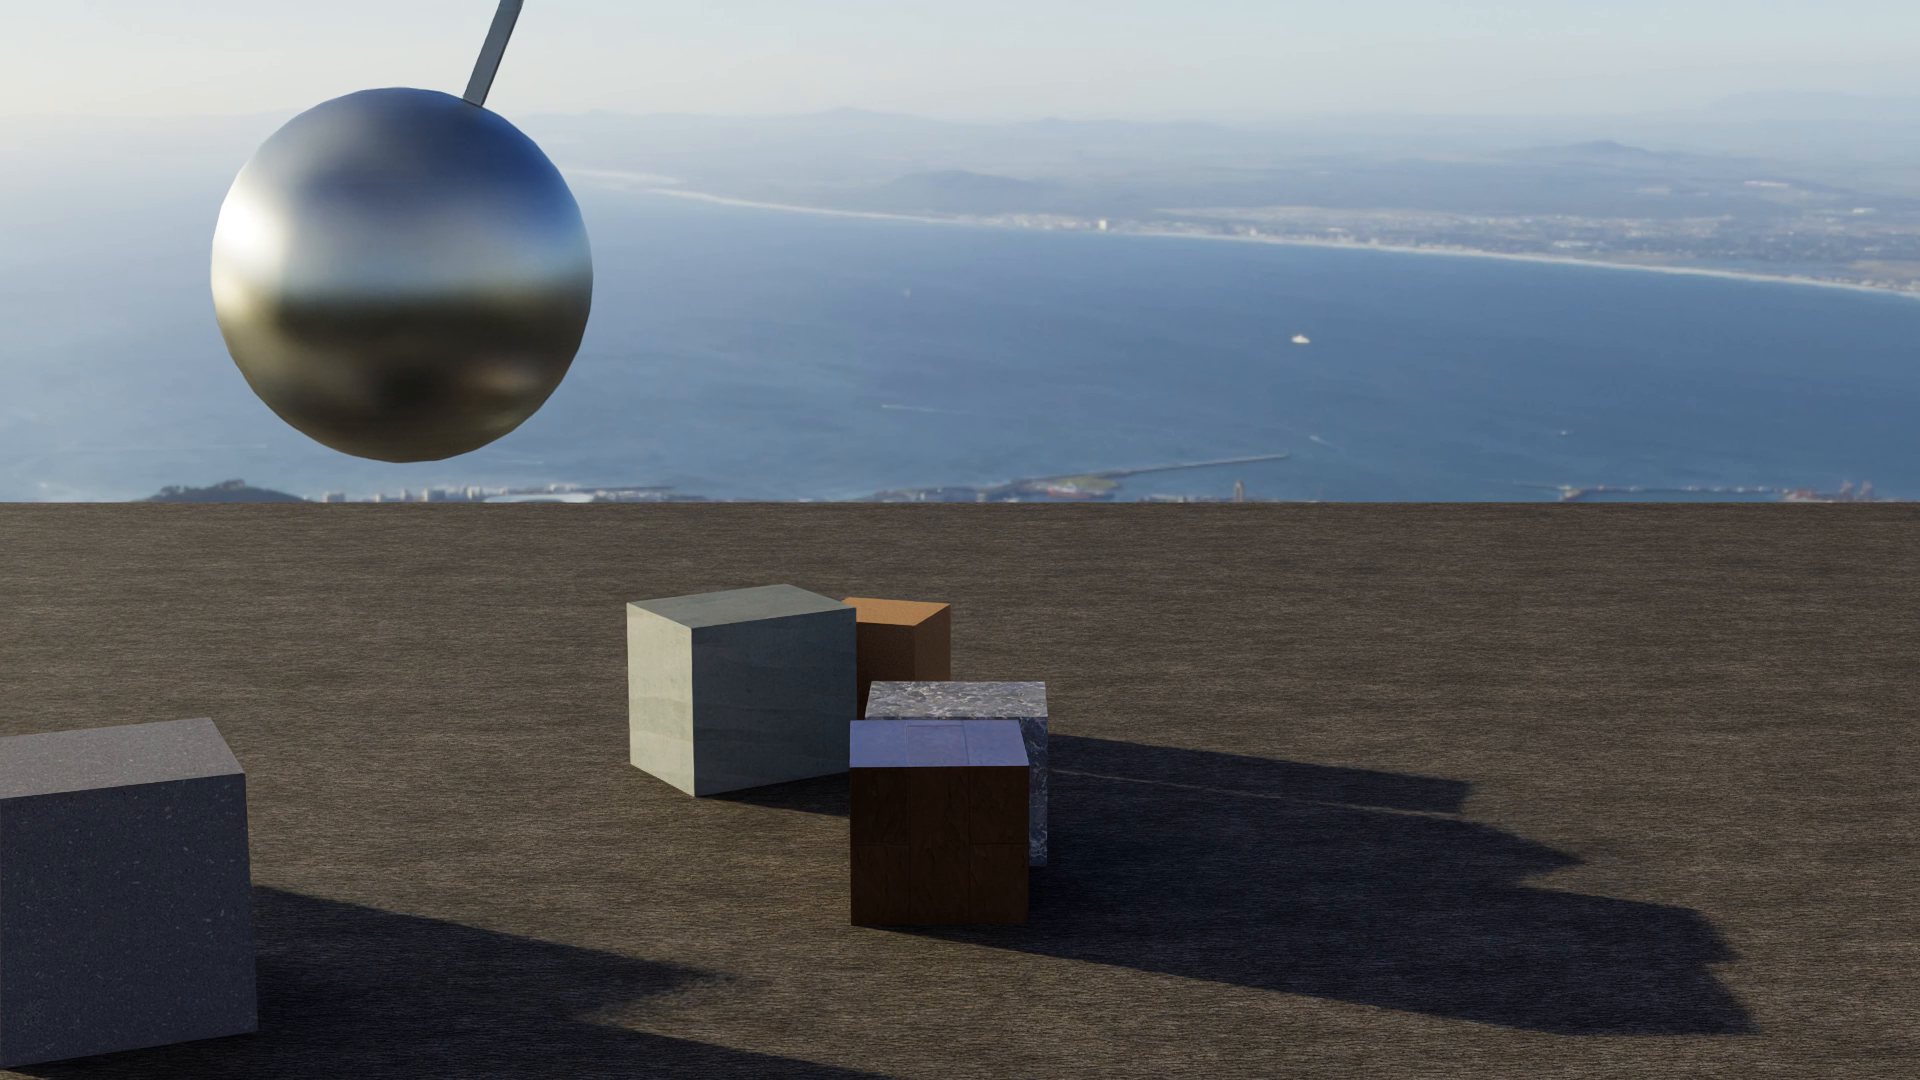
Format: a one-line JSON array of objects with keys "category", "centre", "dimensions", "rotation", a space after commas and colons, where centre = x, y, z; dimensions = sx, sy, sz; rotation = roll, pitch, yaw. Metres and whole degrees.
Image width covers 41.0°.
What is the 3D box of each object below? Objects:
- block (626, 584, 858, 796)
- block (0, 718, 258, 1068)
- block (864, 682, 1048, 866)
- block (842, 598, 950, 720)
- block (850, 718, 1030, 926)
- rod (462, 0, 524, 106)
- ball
[{"category": "block", "centre": [-1.111, 0.747, 13.087], "dimensions": [0.927, 0.849, 0.730], "rotation": [-6, 12, -32]}, {"category": "block", "centre": [-3.205, 1.296, 9.667], "dimensions": [0.910, 0.992, 0.903], "rotation": [-5, 11, -23]}, {"category": "block", "centre": [-0.013, 1.064, 11.785], "dimensions": [0.814, 0.690, 0.669], "rotation": [0, 10, 1]}, {"category": "block", "centre": [-0.423, 0.707, 13.827], "dimensions": [0.588, 0.662, 0.593], "rotation": [3, 11, 18]}, {"category": "block", "centre": [-0.099, 1.202, 11.050], "dimensions": [0.744, 0.682, 0.780], "rotation": [0, 10, -2]}, {"category": "rod", "centre": [-1.030, -4.200, 10.417], "dimensions": [0.080, 5.200, 0.080], "rotation": [23, 9, -4]}, {"category": "ball", "centre": [-2.376, -1.128, 10.975], "dimensions": [1.600, 1.600, 1.600], "rotation": [0, 10, 0]}]
